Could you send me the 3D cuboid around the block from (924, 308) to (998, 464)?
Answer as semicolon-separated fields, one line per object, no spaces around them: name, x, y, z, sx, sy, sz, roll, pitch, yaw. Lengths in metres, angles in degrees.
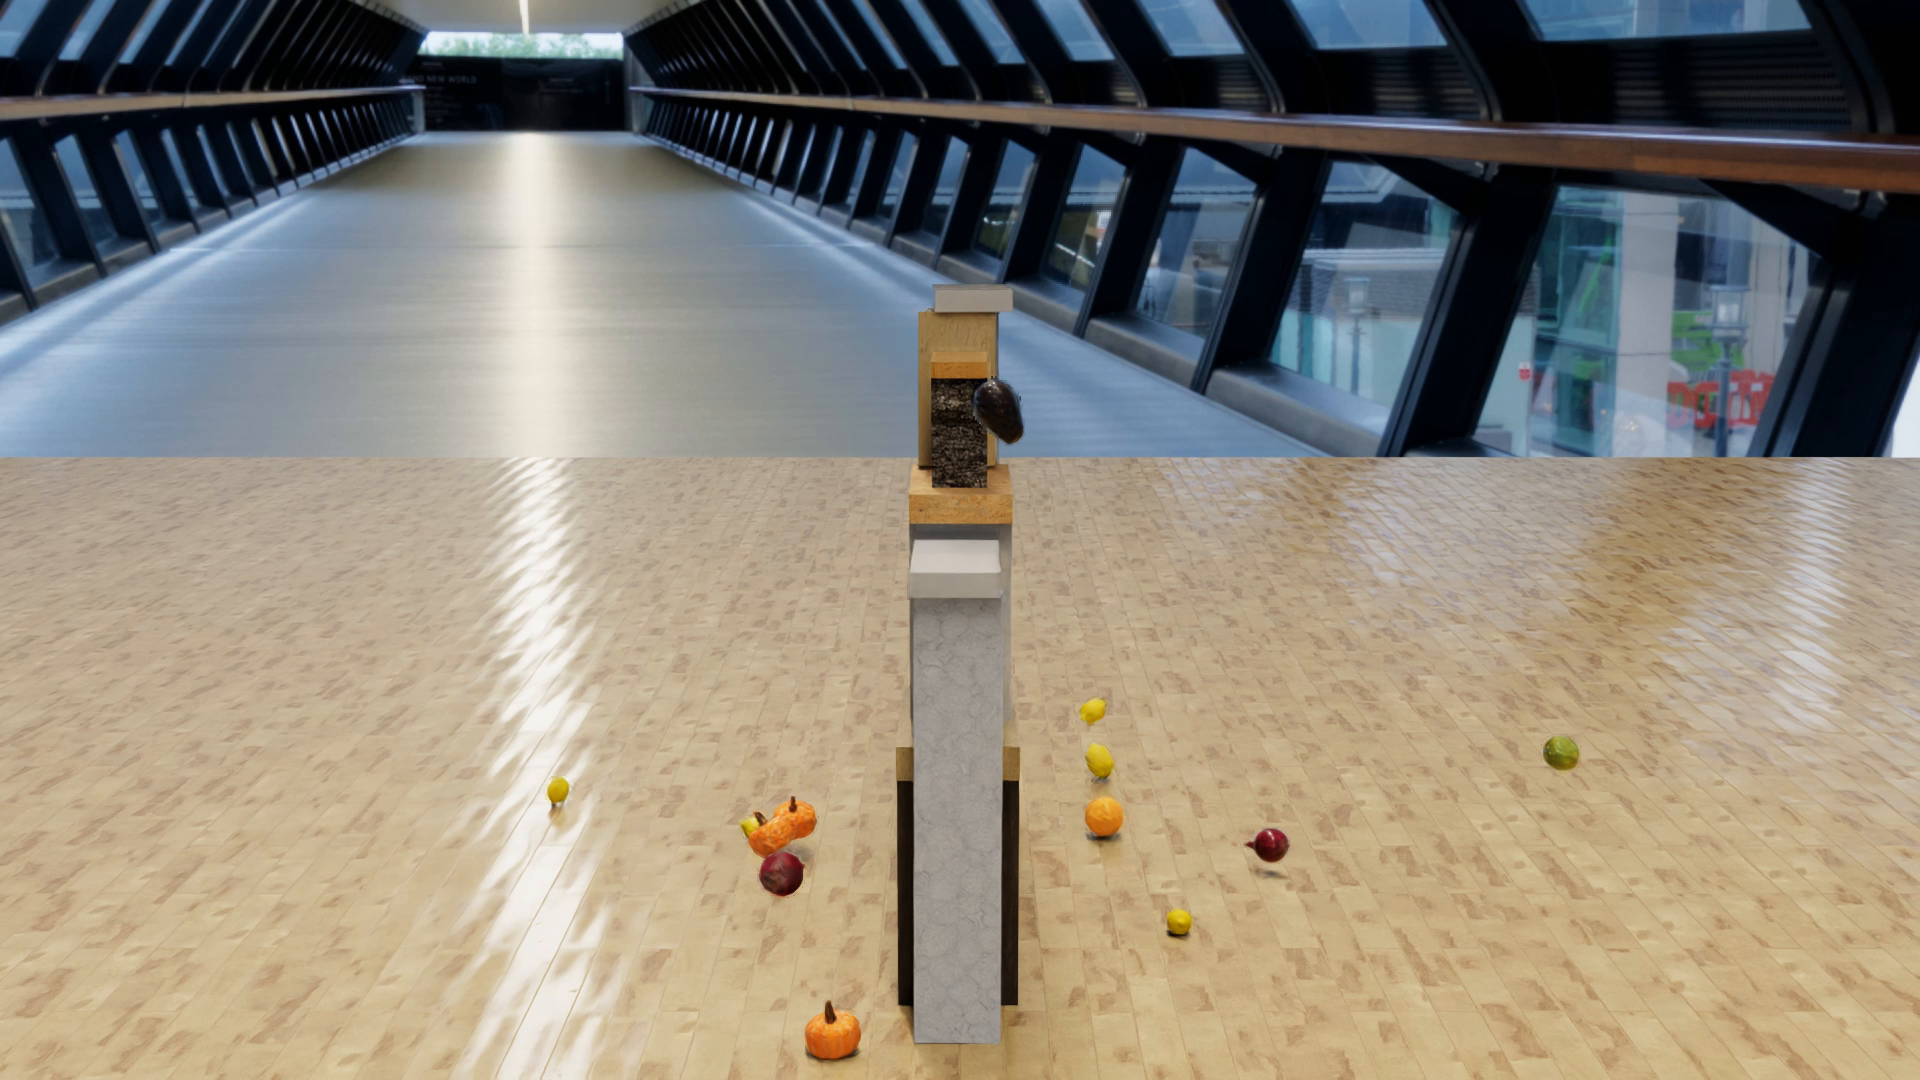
block;0.002;-0.096;3.561;0.118;0.556;0.034;0;2;-3

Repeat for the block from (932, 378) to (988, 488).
block;0.000;-0.158;3.206;0.081;0.162;0.023;0;11;0

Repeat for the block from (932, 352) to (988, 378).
block;-0.001;-0.259;3.242;0.081;0.023;0.162;0;11;0

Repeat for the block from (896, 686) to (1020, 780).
block;-0.003;0.284;3.270;0.175;0.049;0.349;0;11;0

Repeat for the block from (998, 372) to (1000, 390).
block;0.013;-0.274;3.667;0.094;0.027;0.189;0;11;-3

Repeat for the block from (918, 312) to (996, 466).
block;-0.005;-0.233;3.400;0.118;0.237;0.034;0;-1;0

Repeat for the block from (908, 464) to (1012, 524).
block;0.001;-0.071;3.299;0.149;0.042;0.298;0;11;0

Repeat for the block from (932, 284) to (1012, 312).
block;0.017;-0.385;3.493;0.118;0.034;0.237;0;9;-2

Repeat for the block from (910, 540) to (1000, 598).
block;-0.006;0.038;3.040;0.121;0.034;0.241;0;10;1

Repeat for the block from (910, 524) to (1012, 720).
block;0.001;0.114;3.232;0.149;0.298;0.042;0;11;0

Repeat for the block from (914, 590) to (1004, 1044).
block;-0.003;0.385;3.022;0.121;0.640;0.034;0;10;0

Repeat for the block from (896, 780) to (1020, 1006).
block;-0.003;0.501;3.192;0.175;0.349;0.049;0;11;0
